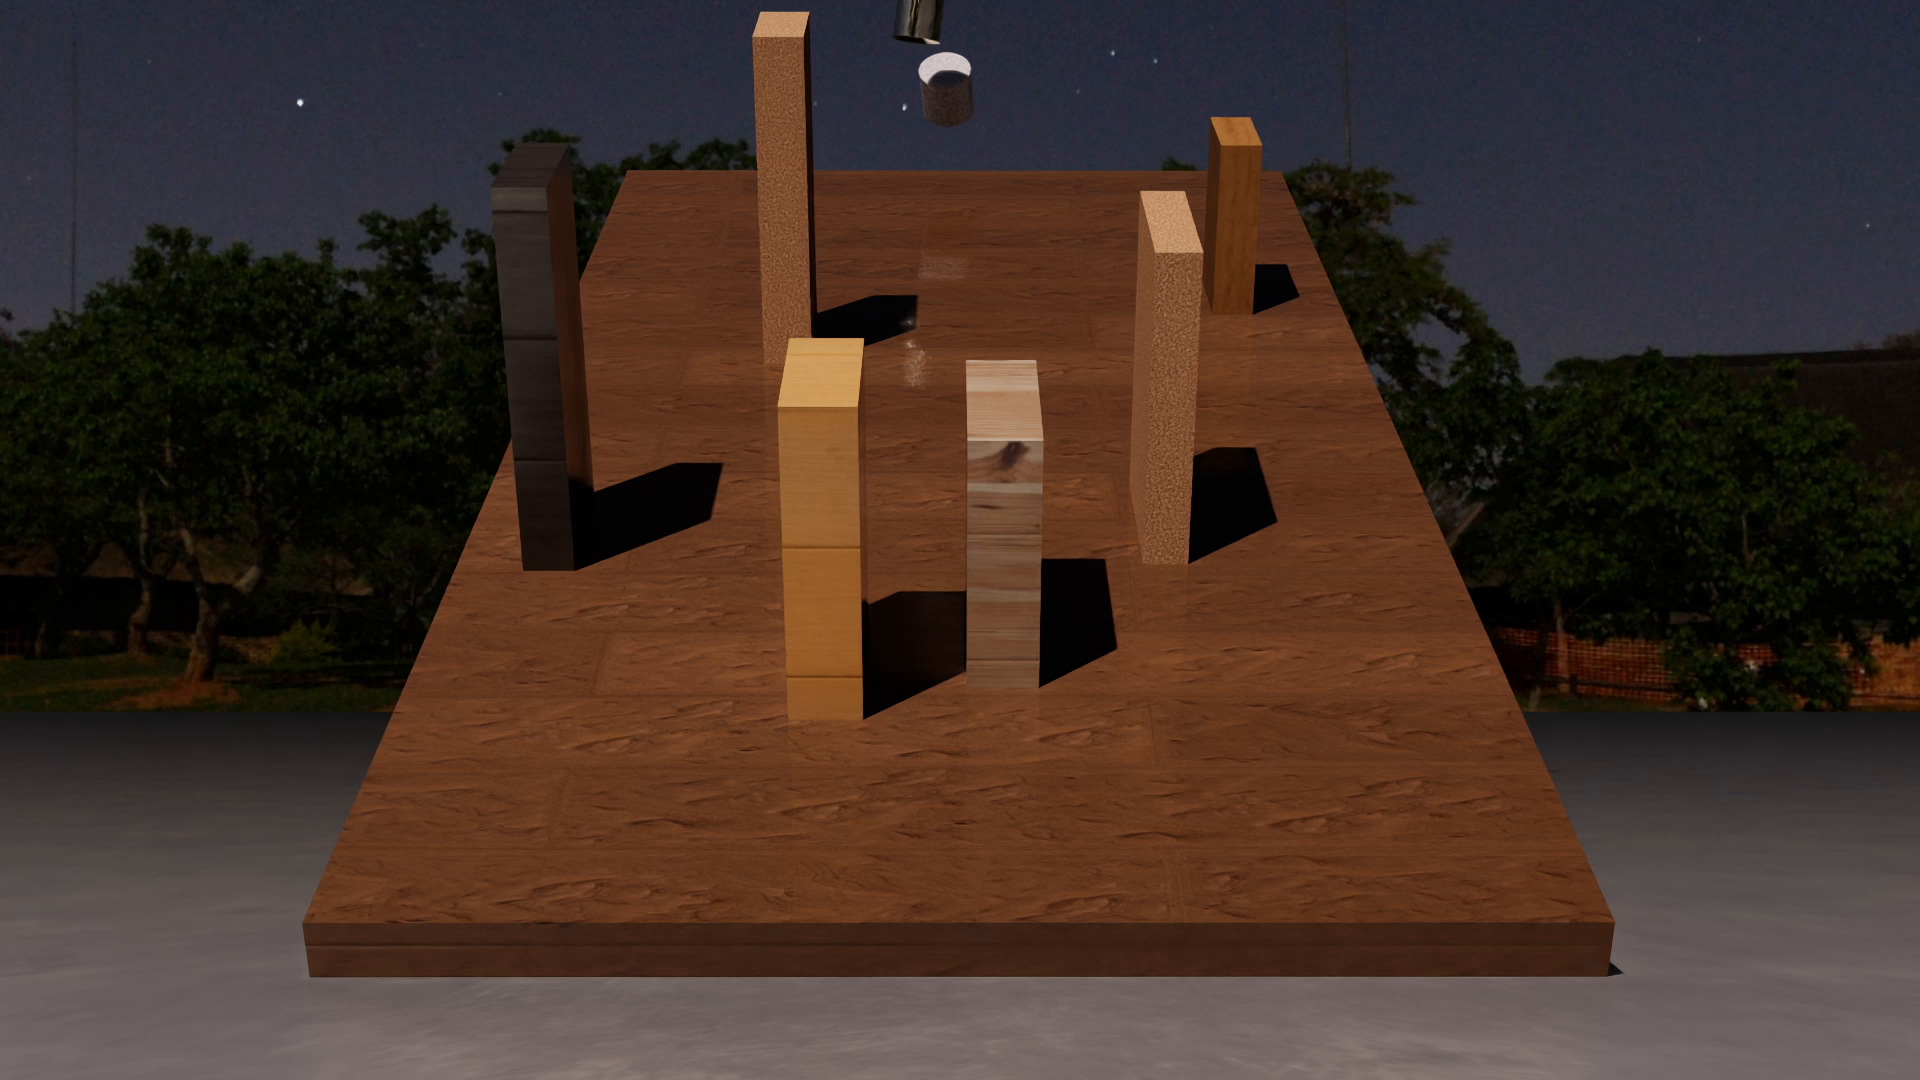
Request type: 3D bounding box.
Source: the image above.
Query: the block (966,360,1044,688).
[{"bbox_3d":[0.077,-0.035,4.311,0.131,0.484,0.387,0,25,0],"label":"block"}]

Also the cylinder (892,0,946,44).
[{"bbox_3d":[-0.120,-1.546,6.928,0.141,0.141,0.141,7,5,-1],"label":"cylinder"}]

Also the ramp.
[{"bbox_3d":[-0.009,-0.229,5.403,2.000,0.100,4.000,0,25,0],"label":"ramp"}]

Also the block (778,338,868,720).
[{"bbox_3d":[-0.237,-0.021,4.152,0.133,0.595,0.322,0,25,0],"label":"block"}]

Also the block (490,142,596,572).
[{"bbox_3d":[-0.817,-0.358,4.633,0.103,0.789,0.297,0,25,0],"label":"block"}]

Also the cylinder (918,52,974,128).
[{"bbox_3d":[-0.041,-1.386,7.228,0.160,0.160,0.160,0,-37,5],"label":"cylinder"}]

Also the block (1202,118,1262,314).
[{"bbox_3d":[0.700,-0.837,6.050,0.103,0.446,0.265,0,25,0],"label":"block"}]

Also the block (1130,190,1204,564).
[{"bbox_3d":[0.412,-0.331,4.741,0.090,0.653,0.395,0,25,0],"label":"block"}]

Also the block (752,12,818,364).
[{"bbox_3d":[-0.417,-0.843,5.645,0.116,0.799,0.255,0,25,0],"label":"block"}]
